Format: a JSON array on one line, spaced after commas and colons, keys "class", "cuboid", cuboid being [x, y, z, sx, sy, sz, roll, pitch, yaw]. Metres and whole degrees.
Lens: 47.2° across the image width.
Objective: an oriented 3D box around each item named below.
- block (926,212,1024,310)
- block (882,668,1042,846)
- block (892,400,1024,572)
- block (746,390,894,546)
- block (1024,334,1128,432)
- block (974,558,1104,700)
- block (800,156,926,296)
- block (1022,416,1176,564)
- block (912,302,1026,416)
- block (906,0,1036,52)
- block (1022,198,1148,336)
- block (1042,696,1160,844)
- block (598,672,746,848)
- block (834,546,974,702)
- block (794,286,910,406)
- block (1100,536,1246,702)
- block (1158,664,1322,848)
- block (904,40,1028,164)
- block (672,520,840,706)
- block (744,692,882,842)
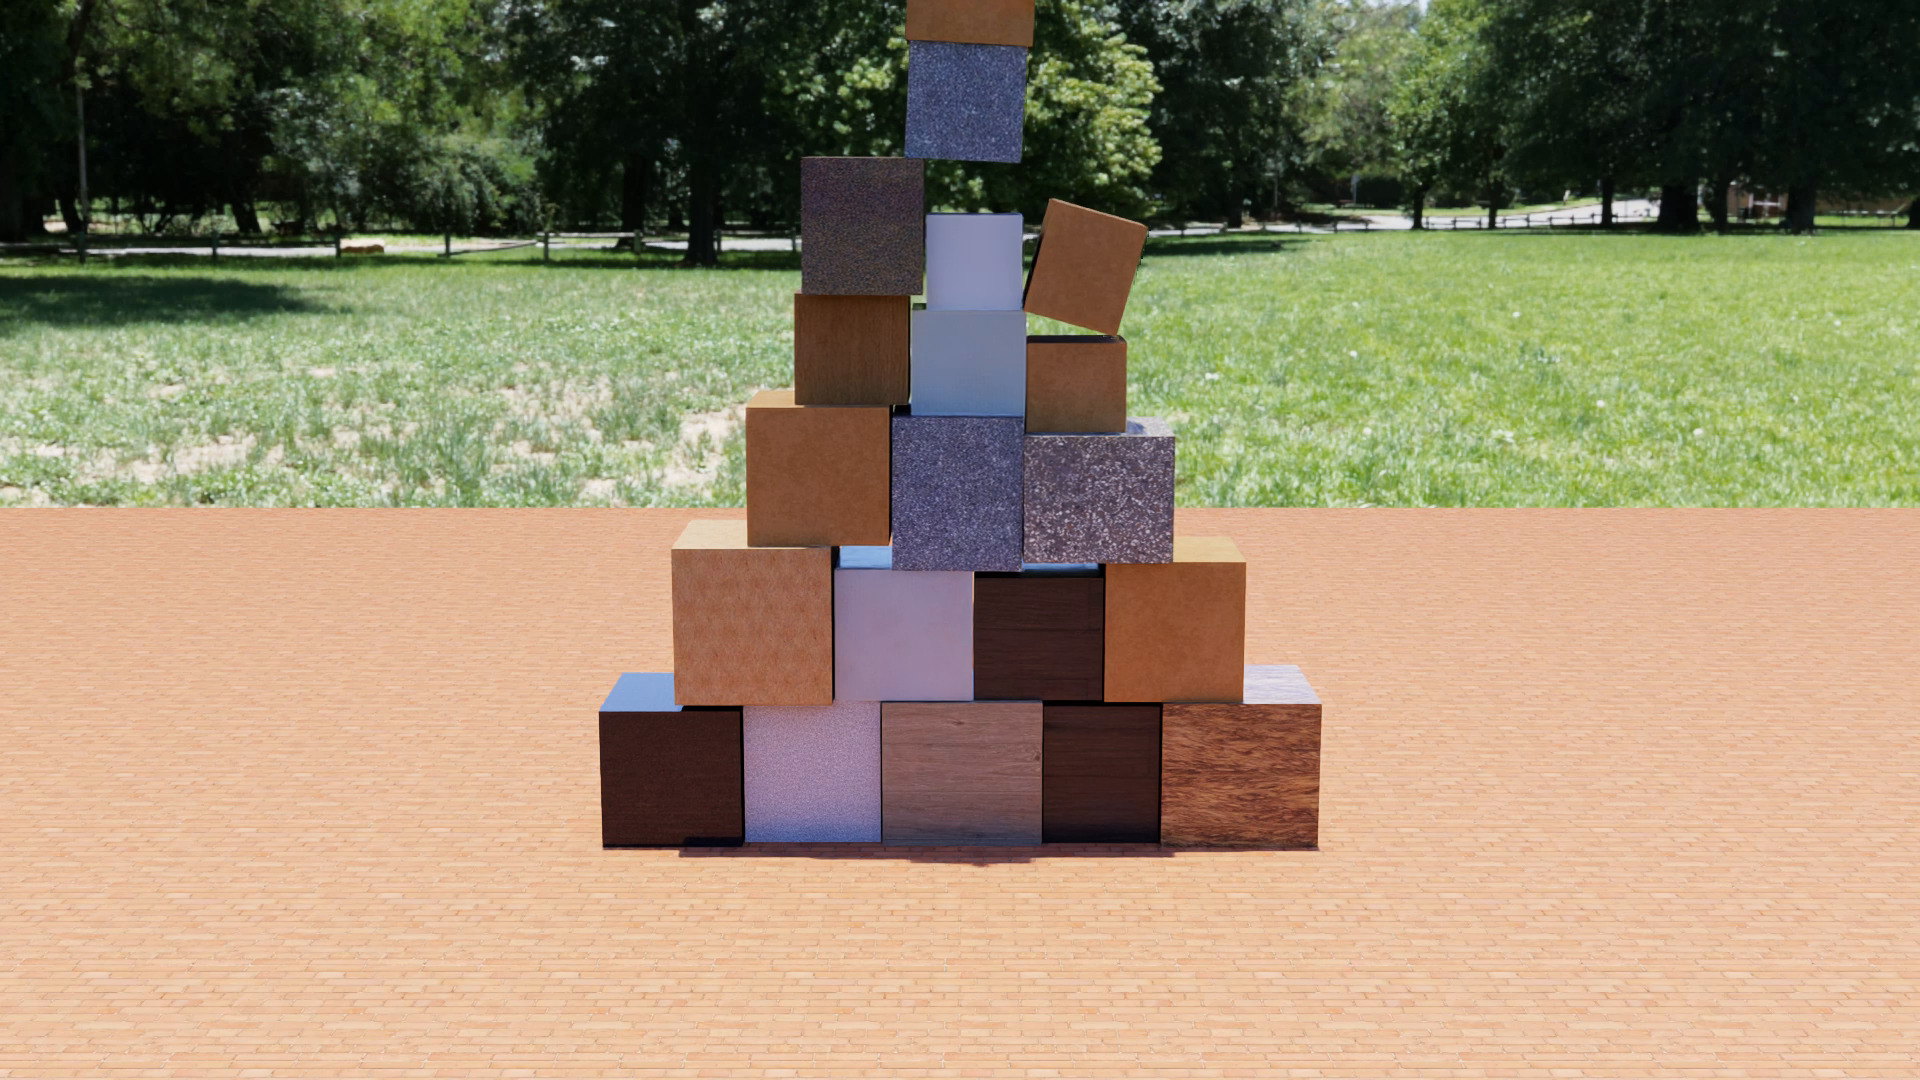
[{"class": "block", "cuboid": [0.072, -1.388, 10.924, 0.467, 0.458, 0.411, 0, 10, 0]}, {"class": "block", "cuboid": [0.011, 1.112, 11.378, 0.800, 0.741, 0.733, 0, 10, 0]}, {"class": "block", "cuboid": [-0.011, -0.284, 11.135, 0.643, 0.758, 0.729, 0, 10, 0]}, {"class": "block", "cuboid": [-0.697, -0.374, 11.129, 0.699, 0.683, 0.733, 0, 10, 0]}, {"class": "block", "cuboid": [0.573, -0.790, 11.042, 0.494, 0.438, 0.462, 0, 10, 0]}, {"class": "block", "cuboid": [0.390, 0.442, 11.249, 0.640, 0.623, 0.596, 0, 10, 0]}, {"class": "block", "cuboid": [-0.470, -1.562, 10.885, 0.587, 0.654, 0.617, 0, 10, 0]}, {"class": "block", "cuboid": [0.680, -0.263, 11.124, 0.735, 0.628, 0.770, 0, 10, 0]}, {"class": "block", "cuboid": [0.043, -0.910, 11.021, 0.564, 0.516, 0.482, 0, 10, 0]}, {"class": "block", "cuboid": [0.060, -2.736, 10.685, 0.608, 0.652, 0.584, 3, 10, -1]}, {"class": "block", "cuboid": [0.608, -1.360, 10.912, 0.473, 0.548, 0.529, 15, 10, -3]}, {"class": "block", "cuboid": [0.711, 1.124, 11.391, 0.579, 0.713, 0.662, 0, 10, 0]}, {"class": "block", "cuboid": [-1.448, 1.127, 11.400, 0.703, 0.704, 0.806, 0, 10, 0]}, {"class": "block", "cuboid": [-0.279, 0.417, 11.245, 0.684, 0.664, 0.661, 0, 10, 0]}, {"class": "block", "cuboid": [-0.533, -0.978, 11.022, 0.559, 0.545, 0.485, 0, 10, 0]}, {"class": "block", "cuboid": [1.066, 0.395, 11.242, 0.692, 0.711, 0.694, 0, 10, 0]}, {"class": "block", "cuboid": [1.405, 1.106, 11.399, 0.789, 0.744, 0.826, 0, 10, 0]}, {"class": "block", "cuboid": [0.027, -2.144, 10.788, 0.562, 0.551, 0.545, 3, 10, -1]}, {"class": "block", "cuboid": [-1.023, 0.357, 11.226, 0.779, 0.788, 0.827, 0, 10, 0]}, {"class": "block", "cuboid": [-0.743, 1.107, 11.387, 0.687, 0.747, 0.634, 0, 10, 0]}]
